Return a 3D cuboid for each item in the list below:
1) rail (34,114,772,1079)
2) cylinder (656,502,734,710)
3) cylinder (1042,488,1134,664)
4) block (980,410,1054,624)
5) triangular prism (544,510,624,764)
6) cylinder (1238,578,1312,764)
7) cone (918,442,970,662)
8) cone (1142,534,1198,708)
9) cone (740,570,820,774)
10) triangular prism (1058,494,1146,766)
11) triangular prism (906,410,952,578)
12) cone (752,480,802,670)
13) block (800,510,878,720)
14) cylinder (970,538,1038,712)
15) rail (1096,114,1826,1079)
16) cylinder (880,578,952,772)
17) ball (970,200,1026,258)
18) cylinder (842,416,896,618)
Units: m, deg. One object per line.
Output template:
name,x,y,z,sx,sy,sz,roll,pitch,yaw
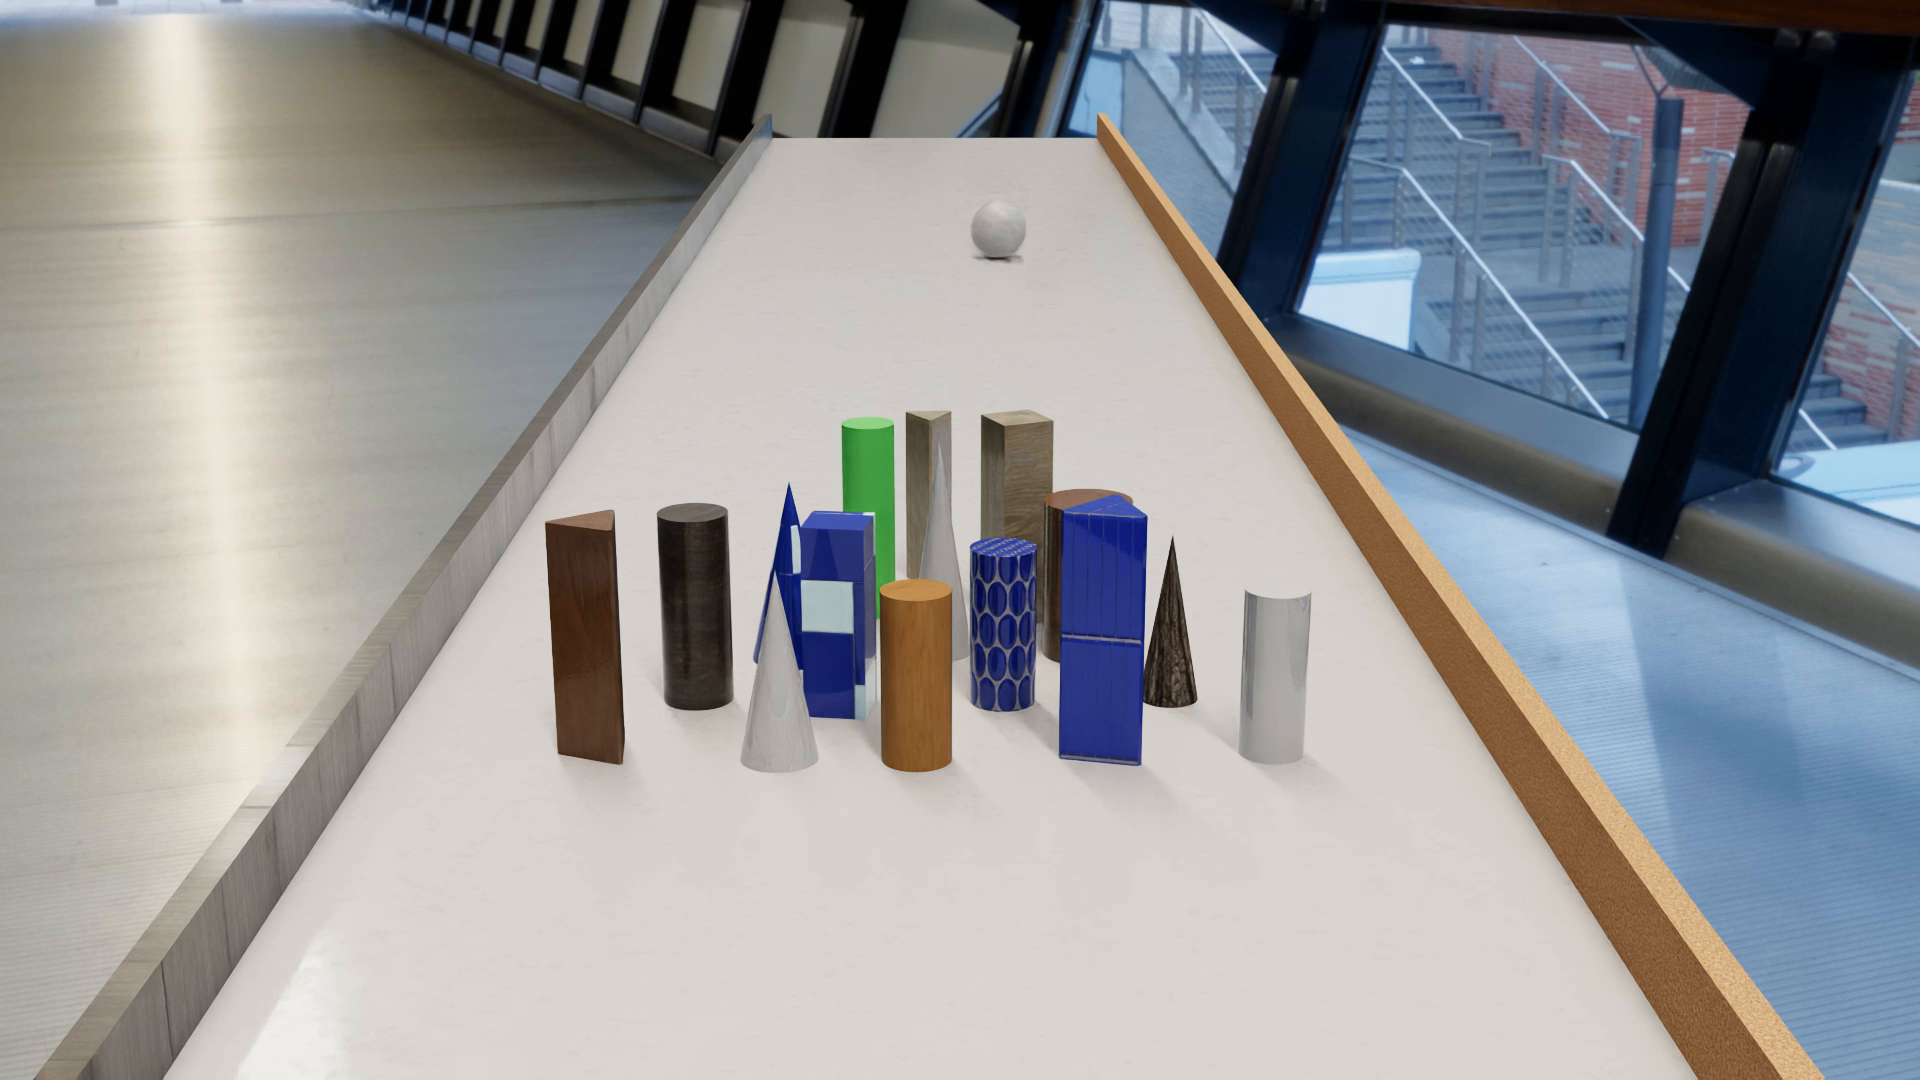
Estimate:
rail,-1.118,-0.838,7.780,0.050,0.150,12.000,0,17,-1
cylinder,-0.499,0.126,4.155,0.133,0.370,0.133,0,17,0
cylinder,0.256,0.074,4.418,0.177,0.319,0.177,0,17,0
block,0.118,-0.045,4.611,0.112,0.436,0.112,-8,18,-24
triangular prism,-0.638,0.168,3.905,0.132,0.432,0.115,7,18,22
cylinder,0.558,0.233,3.903,0.117,0.309,0.117,0,17,0
cone,-0.041,0.015,4.403,0.131,0.441,0.131,0,17,0
cone,0.399,0.145,4.166,0.113,0.328,0.113,0,17,0
cone,-0.322,0.220,3.871,0.141,0.351,0.141,0,17,0
triangular prism,0.262,0.157,3.897,0.146,0.458,0.126,4,17,13
triangular prism,-0.056,-0.095,4.878,0.086,0.381,0.100,-11,20,-32
cone,-0.337,0.059,4.384,0.164,0.368,0.164,0,17,0
block,-0.225,0.140,4.109,0.118,0.368,0.118,2,17,8
cylinder,0.081,0.160,4.155,0.126,0.305,0.126,0,17,0
rail,0.932,-0.844,7.801,0.050,0.150,12.000,0,17,-1
cylinder,-0.077,0.238,3.872,0.126,0.316,0.126,0,17,0
ball,0.161,-1.298,9.177,0.236,0.236,0.236,0,17,0
cylinder,-0.193,-0.046,4.655,0.110,0.414,0.110,0,17,0
